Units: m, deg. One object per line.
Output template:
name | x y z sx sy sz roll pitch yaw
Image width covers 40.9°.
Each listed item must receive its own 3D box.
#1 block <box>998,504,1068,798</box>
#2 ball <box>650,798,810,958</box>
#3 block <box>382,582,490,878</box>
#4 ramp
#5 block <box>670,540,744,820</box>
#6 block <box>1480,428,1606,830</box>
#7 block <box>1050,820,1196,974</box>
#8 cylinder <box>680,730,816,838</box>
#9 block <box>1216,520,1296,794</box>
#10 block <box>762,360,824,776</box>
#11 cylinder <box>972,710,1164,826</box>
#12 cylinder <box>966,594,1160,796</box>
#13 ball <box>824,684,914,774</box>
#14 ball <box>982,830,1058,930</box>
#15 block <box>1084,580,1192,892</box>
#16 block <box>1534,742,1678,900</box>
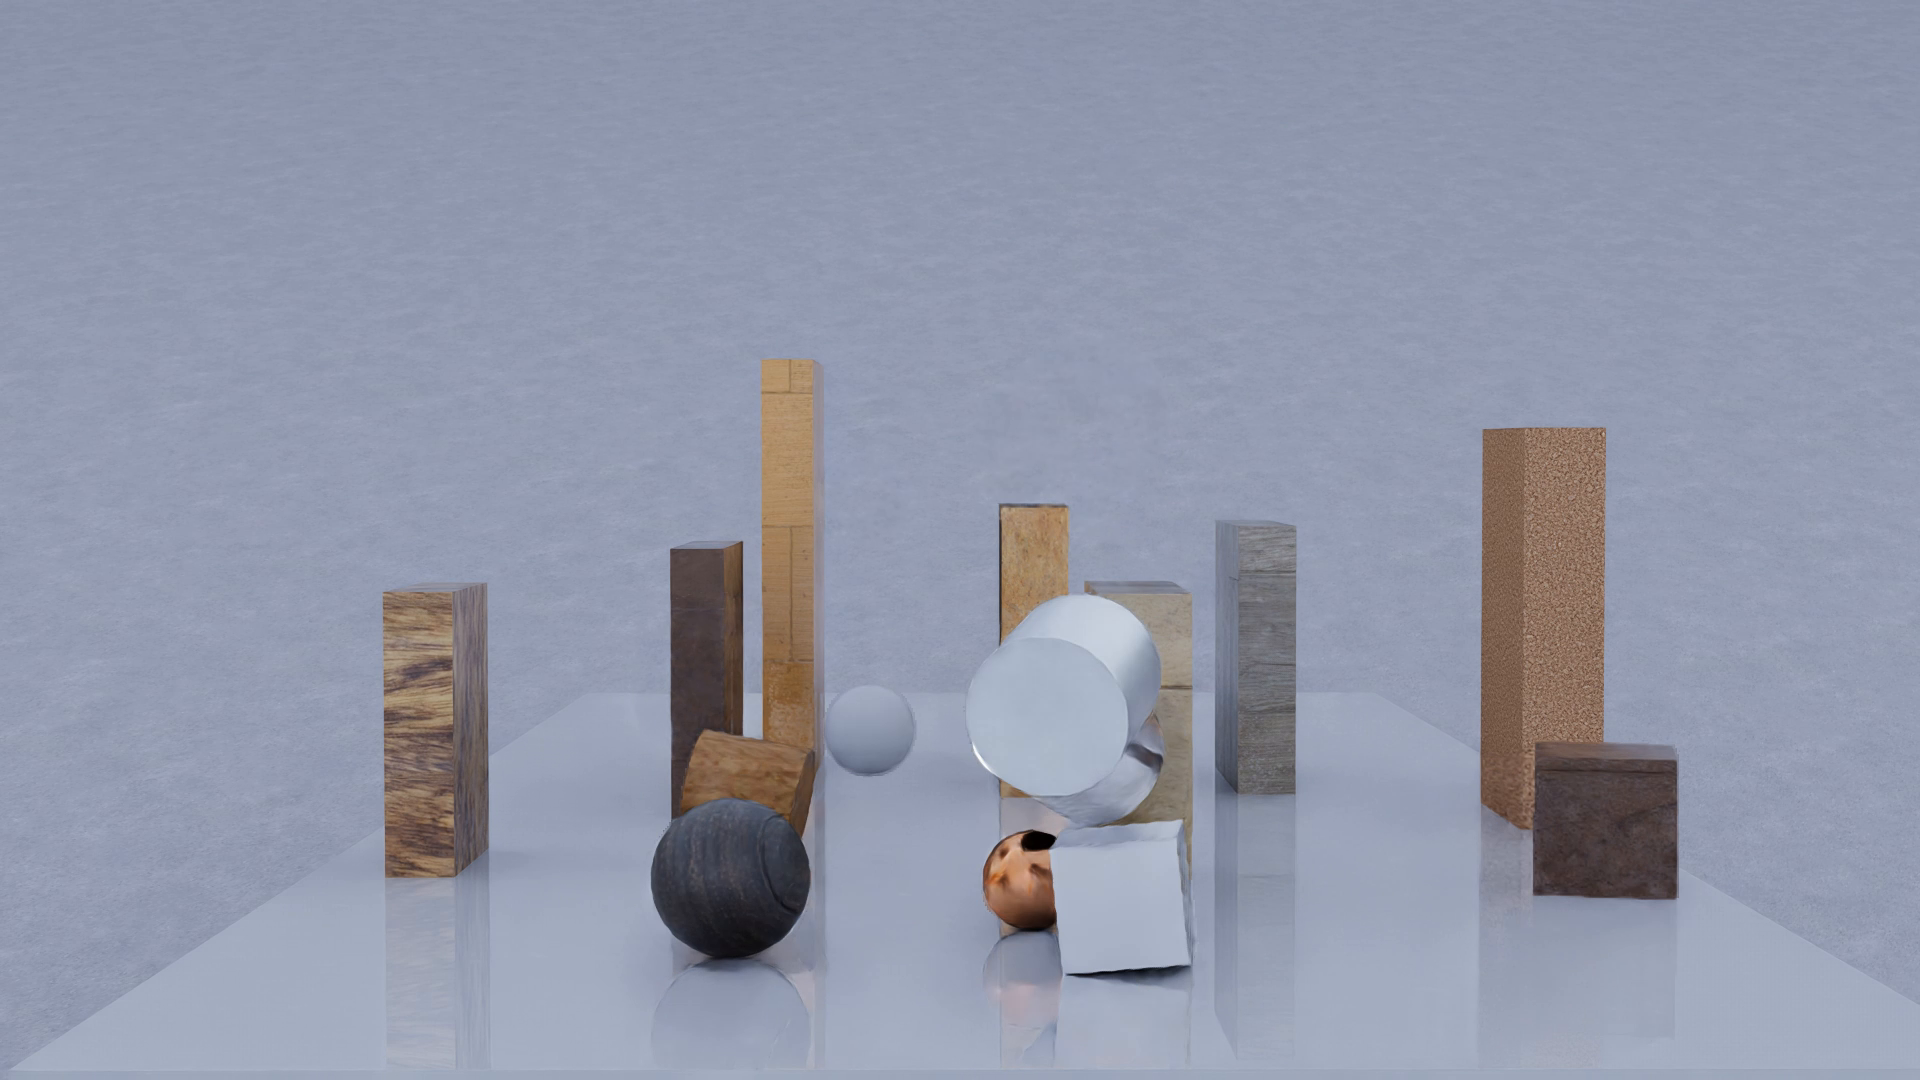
block | 0.133 0.193 4.705 0.118 0.515 0.301 0 2 0
ball | -0.277 0.408 3.117 0.193 0.193 0.193 0 24 0
block | -0.777 0.275 3.835 0.099 0.411 0.276 0 2 0
ramp | 0.056 0.506 4.550 2.000 0.100 4.000 0 2 0
block | -0.436 0.233 4.471 0.089 0.451 0.383 0 2 0
block | 0.972 0.138 4.313 0.131 0.650 0.331 0 2 0
block | 0.196 0.424 3.072 0.148 0.148 0.148 -6 1 8
cylinder | -0.317 0.380 3.867 0.164 0.164 0.164 10 26 7
block | 0.547 0.208 4.793 0.103 0.479 0.407 0 2 0
block | -0.322 0.048 5.006 0.096 0.784 0.397 0 2 0
cylinder | 0.139 0.254 3.328 0.183 0.183 0.183 24 -8 41
cylinder | 0.122 0.176 2.969 0.187 0.187 0.187 7 15 14
ball | -0.117 0.245 3.325 0.117 0.117 0.117 0 24 0
ball | 0.092 0.435 3.295 0.127 0.127 0.127 0 24 0
block | 0.247 0.277 3.619 0.127 0.421 0.348 0 2 0
block | 0.905 0.392 3.622 0.191 0.191 0.191 0 2 13
